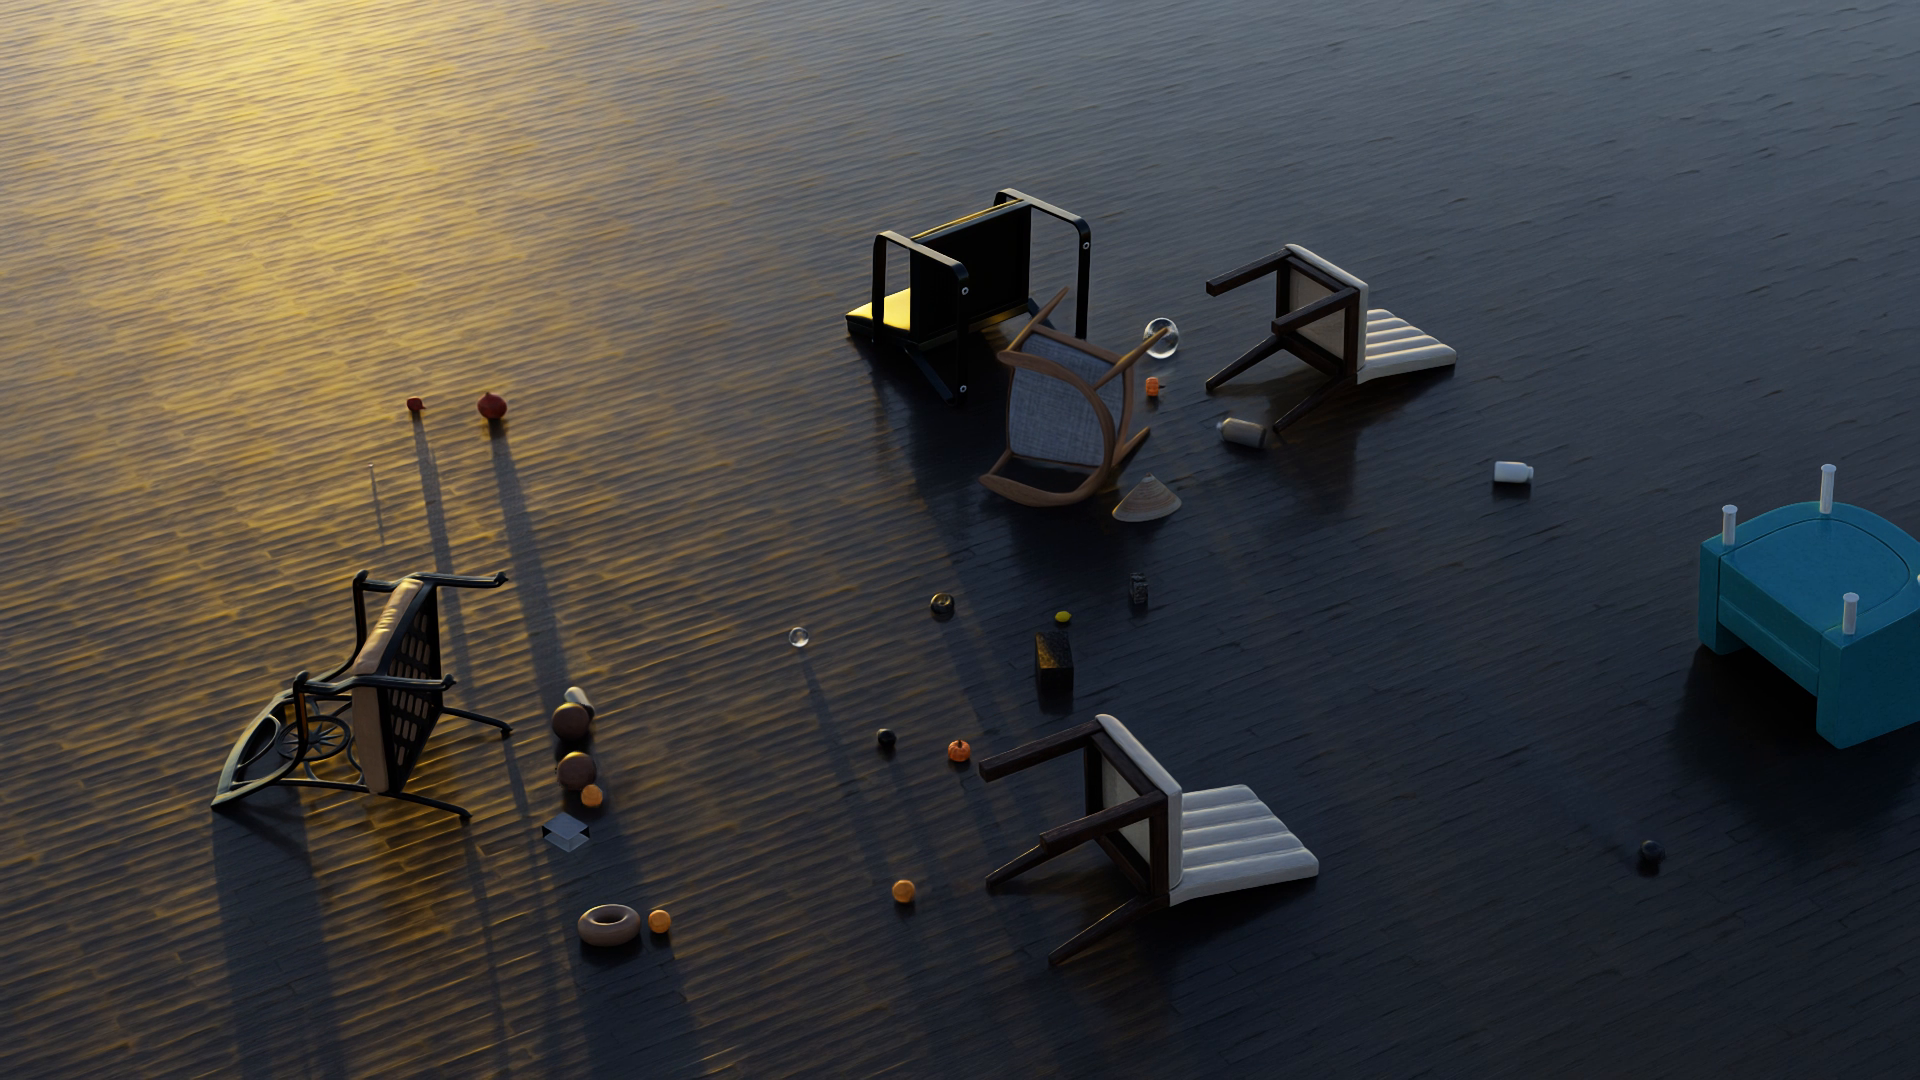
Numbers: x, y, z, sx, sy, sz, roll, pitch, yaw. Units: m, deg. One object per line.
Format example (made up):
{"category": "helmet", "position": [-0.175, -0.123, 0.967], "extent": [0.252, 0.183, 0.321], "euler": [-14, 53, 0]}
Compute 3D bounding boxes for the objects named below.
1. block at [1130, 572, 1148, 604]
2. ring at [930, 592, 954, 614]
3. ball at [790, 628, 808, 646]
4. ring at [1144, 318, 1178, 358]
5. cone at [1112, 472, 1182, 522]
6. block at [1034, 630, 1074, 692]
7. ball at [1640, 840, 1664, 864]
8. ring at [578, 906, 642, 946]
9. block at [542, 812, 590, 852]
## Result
{"category": "block", "position": [0.647, 0.174, 10.612], "extent": [0.047, 0.076, 0.086], "euler": [-6, 34, -9]}
{"category": "ring", "position": [-0.063, 0.230, 10.566], "extent": [0.087, 0.033, 0.120], "euler": [3, 33, 7]}
{"category": "ball", "position": [-0.569, 0.343, 10.361], "extent": [0.070, 0.070, 0.070], "euler": [0, 33, 0]}
{"category": "ring", "position": [0.832, -0.834, 12.124], "extent": [0.144, 0.096, 0.242], "euler": [2, 32, 6]}
{"category": "cone", "position": [0.711, -0.189, 11.082], "extent": [0.290, 0.163, 0.161], "euler": [-15, 36, -21]}
{"category": "block", "position": [0.328, 0.422, 10.213], "extent": [0.113, 0.100, 0.218], "euler": [-2, 33, -3]}
{"category": "ball", "position": [2.208, 0.996, 9.365], "extent": [0.075, 0.075, 0.075], "euler": [0, 33, 0]}
{"category": "ring", "position": [-1.084, 1.192, 9.063], "extent": [0.199, 0.082, 0.140], "euler": [-6, 32, -10]}
{"category": "block", "position": [-1.272, 0.943, 9.467], "extent": [0.120, 0.051, 0.093], "euler": [24, 40, 32]}
